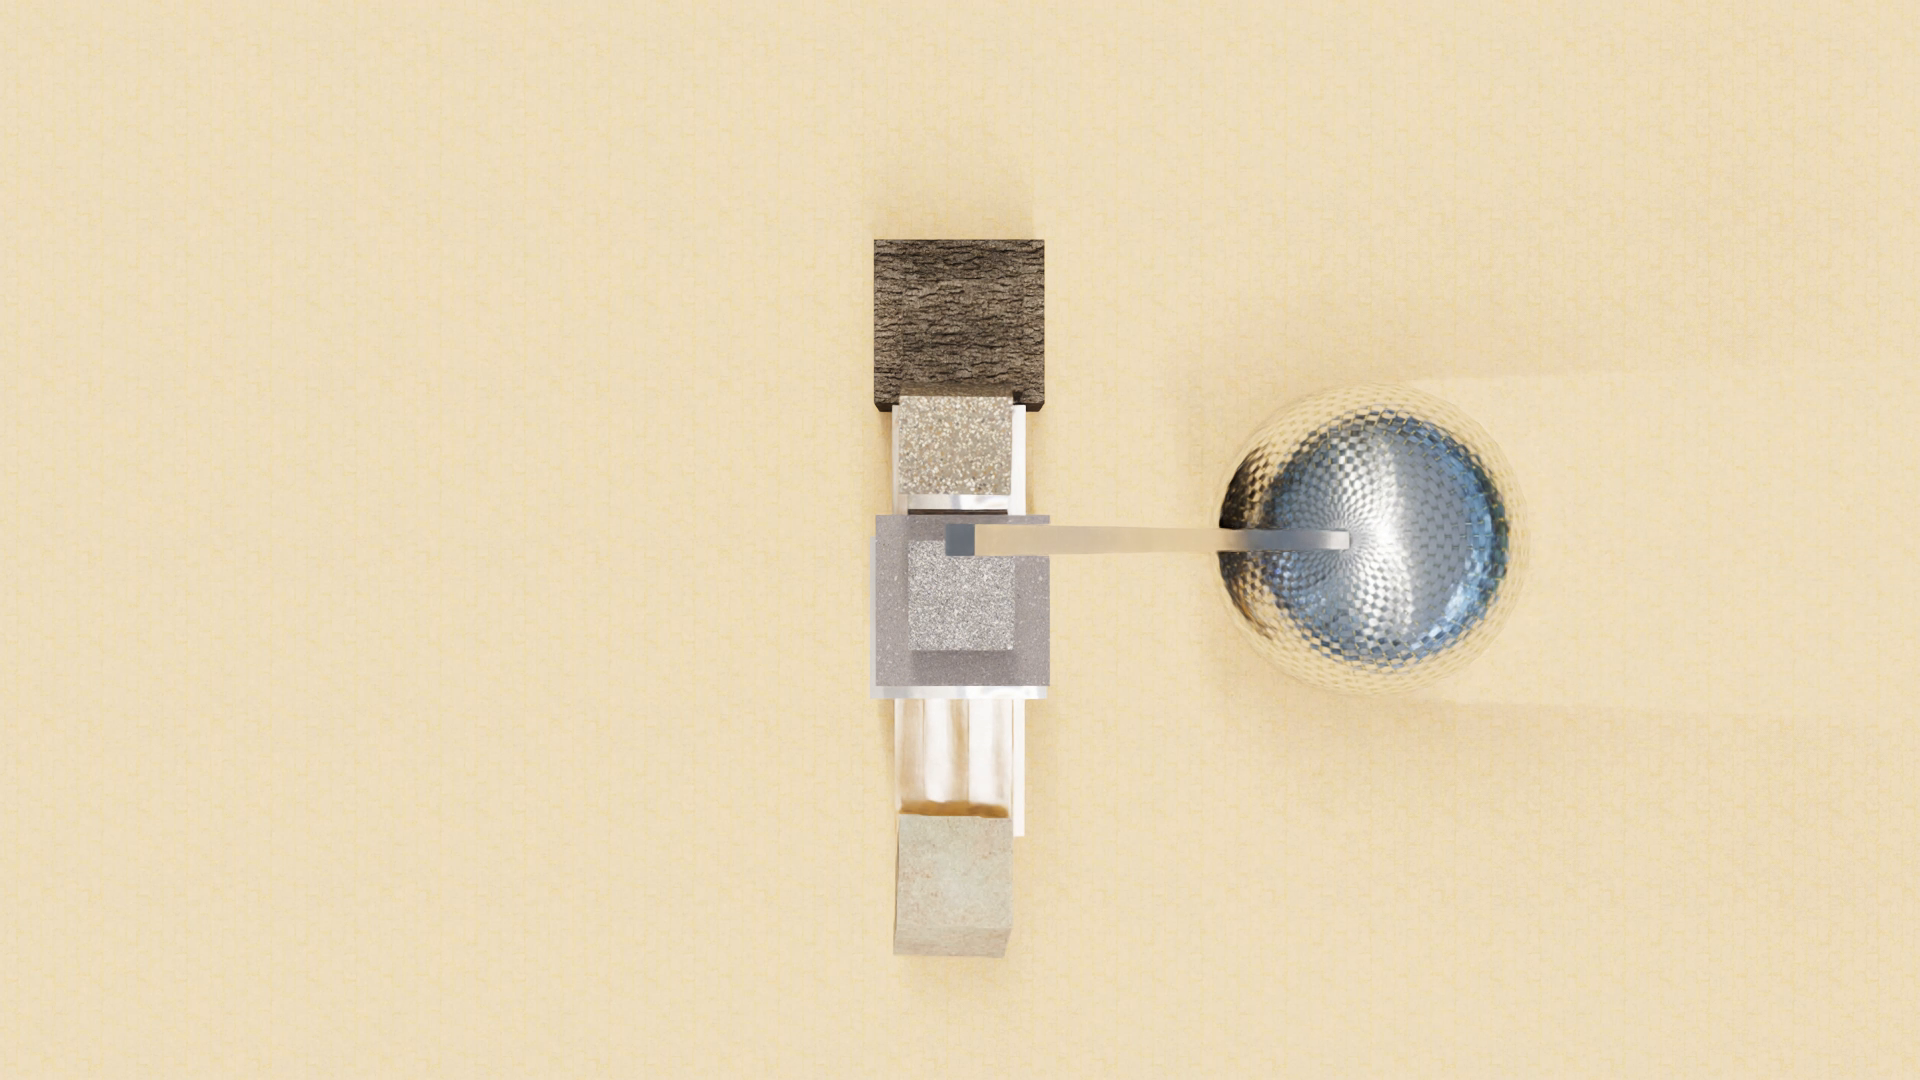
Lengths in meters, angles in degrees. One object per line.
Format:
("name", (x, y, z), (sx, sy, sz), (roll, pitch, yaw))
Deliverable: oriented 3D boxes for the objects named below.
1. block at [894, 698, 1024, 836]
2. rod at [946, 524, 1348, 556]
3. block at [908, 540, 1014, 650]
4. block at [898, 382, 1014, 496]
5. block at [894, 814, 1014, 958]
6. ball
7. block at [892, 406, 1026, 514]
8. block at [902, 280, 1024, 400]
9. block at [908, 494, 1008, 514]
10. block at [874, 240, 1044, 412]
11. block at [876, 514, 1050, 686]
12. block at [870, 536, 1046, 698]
("block", (-0.002, 1.267, 12.664), (0.725, 0.672, 0.784), (0, 90, 0))
("rod", (0.899, 0.000, 7.964), (0.080, 5.200, 0.080), (0, 90, 20))
("block", (0.008, 0.265, 10.825), (0.509, 0.568, 0.526), (0, 90, 0))
("block", (-0.022, -0.522, 11.262), (0.566, 0.517, 0.497), (1, 101, 0))
("block", (-0.041, 1.915, 12.126), (0.618, 0.663, 0.608), (2, 66, -3))
("ball", (2.074, 0.000, 11.155), (1.600, 1.600, 1.600), (0, 90, 0))
("block", (-0.007, -0.389, 12.589), (0.736, 0.821, 0.715), (0, 90, 0))
("block", (0.016, -1.067, 11.800), (0.631, 0.650, 0.584), (0, 90, 0))
("block", (-0.011, -0.451, 11.849), (0.527, 0.580, 0.620), (0, 93, 0))
("block", (-0.004, -1.207, 12.563), (0.944, 0.875, 0.902), (0, 90, 0))
("block", (0.014, 0.306, 11.544), (0.881, 0.869, 0.867), (0, 90, 0))
("block", (-0.009, 0.421, 12.489), (0.964, 1.022, 0.885), (0, 90, 0))
